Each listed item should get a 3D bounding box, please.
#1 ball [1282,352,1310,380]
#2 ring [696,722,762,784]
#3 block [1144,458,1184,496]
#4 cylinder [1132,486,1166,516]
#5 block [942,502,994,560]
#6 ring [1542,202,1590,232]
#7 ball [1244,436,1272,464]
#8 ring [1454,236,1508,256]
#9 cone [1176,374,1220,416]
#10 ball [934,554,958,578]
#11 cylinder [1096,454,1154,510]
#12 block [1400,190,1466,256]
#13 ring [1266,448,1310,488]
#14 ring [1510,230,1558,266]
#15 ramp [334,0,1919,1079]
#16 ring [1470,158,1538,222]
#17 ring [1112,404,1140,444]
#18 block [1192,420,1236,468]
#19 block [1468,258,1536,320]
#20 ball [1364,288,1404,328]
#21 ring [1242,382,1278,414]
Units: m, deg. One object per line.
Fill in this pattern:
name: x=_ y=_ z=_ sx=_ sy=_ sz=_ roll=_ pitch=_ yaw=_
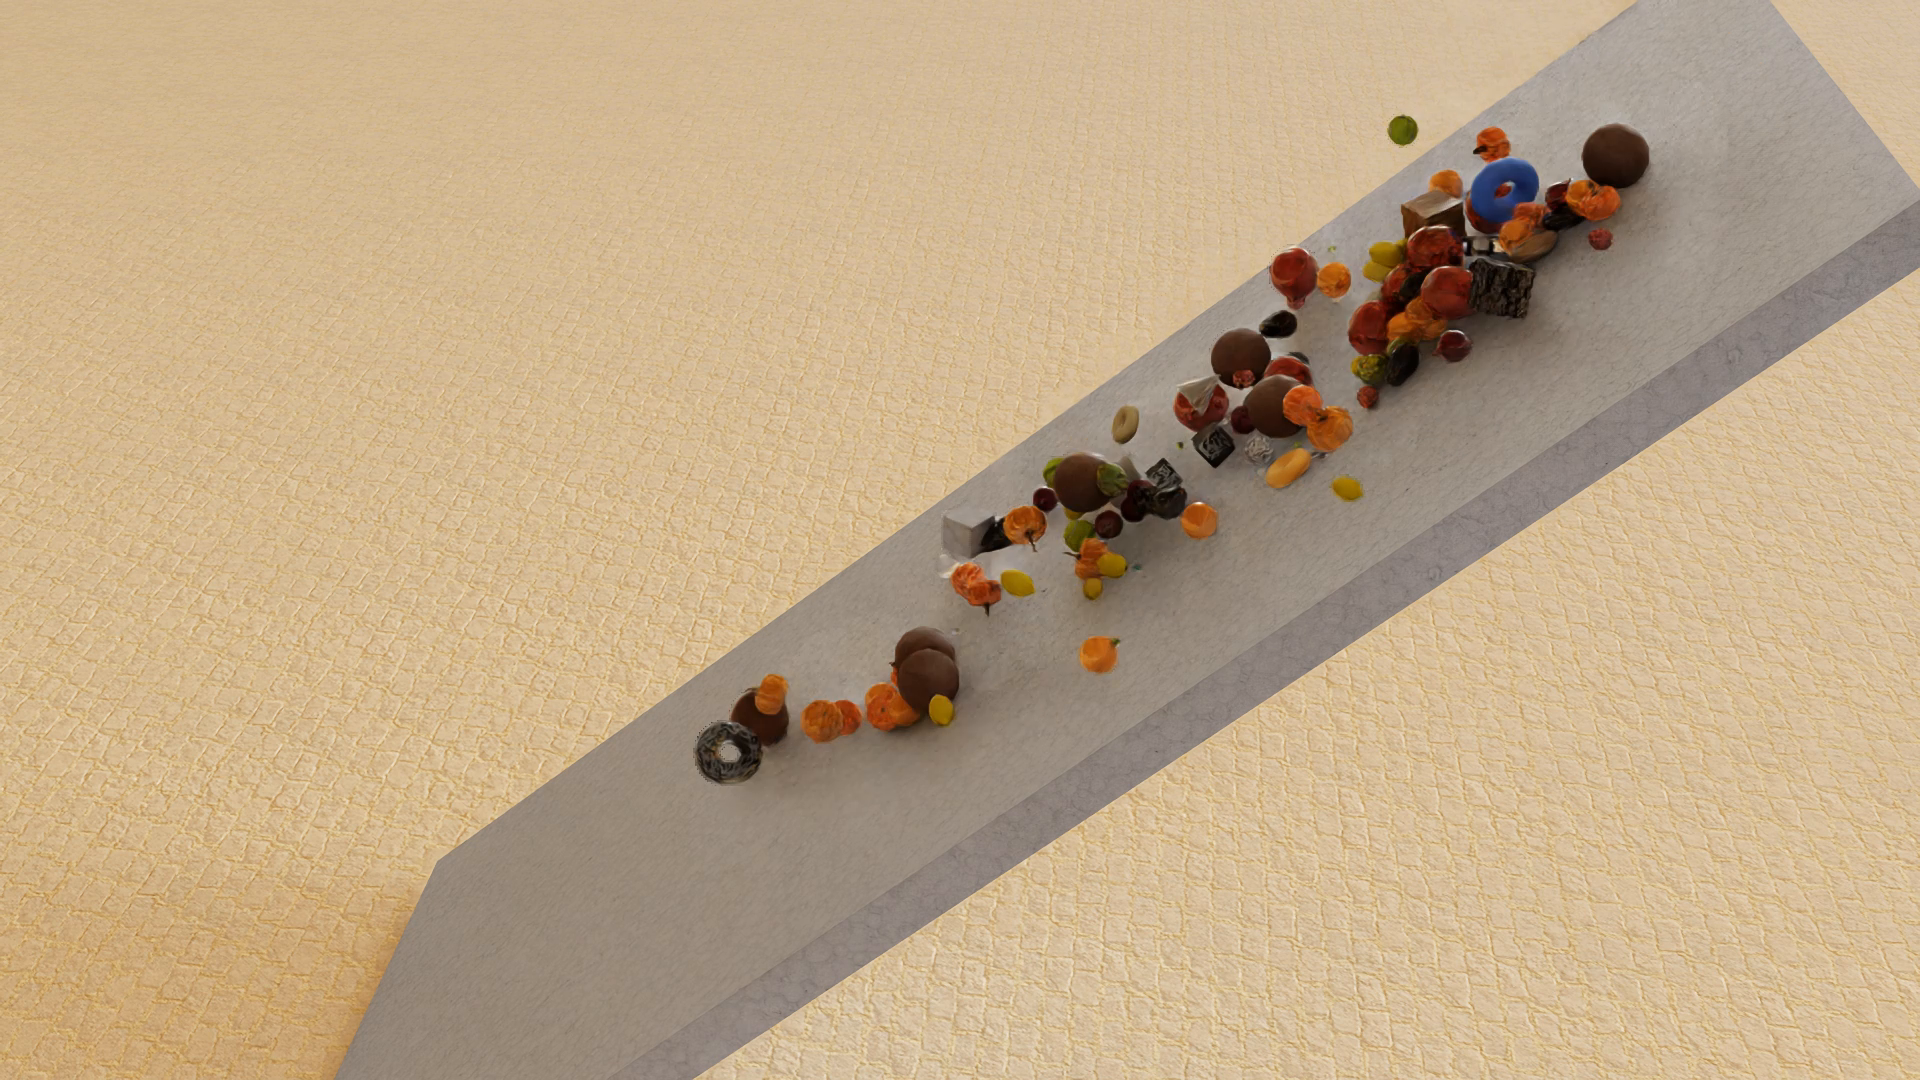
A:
ball: x=0.706 y=-0.367 z=6.188 sx=0.060 sy=0.060 sz=0.060 roll=0 pitch=23 yaw=0
ring: x=-0.510 y=0.472 z=6.500 sx=0.147 sy=0.147 sz=0.049 roll=0 pitch=18 yaw=-1
block: x=0.431 y=-0.132 z=6.198 sx=0.053 sy=0.053 sz=0.053 roll=-39 pitch=16 yaw=5
cylinder: x=0.383 y=-0.080 z=5.962 sx=0.057 sy=0.057 sz=0.057 roll=5 pitch=24 yaw=12
block: x=0.018 y=-0.019 z=6.228 sx=0.077 sy=0.077 sz=0.077 roll=24 pitch=37 yaw=34
ring: x=1.197 y=-0.639 z=5.809 sx=0.098 sy=0.033 sz=0.098 roll=-23 pitch=15 yaw=6
ball: x=0.601 y=-0.181 z=5.927 sx=0.057 sy=0.057 sz=0.057 roll=0 pitch=23 yaw=0
ring: x=1.056 y=-0.596 z=5.965 sx=0.108 sy=0.036 sz=0.108 roll=-1 pitch=8 yaw=0
cone: x=0.514 y=-0.320 z=6.173 sx=0.090 sy=0.090 sz=0.090 roll=-41 pitch=26 yaw=5
ball: x=-0.030 y=0.060 z=6.739 sx=0.056 sy=0.056 sz=0.056 roll=0 pitch=23 yaw=0
cylinder: x=0.353 y=-0.125 z=6.294 sx=0.087 sy=0.087 sz=0.087 roll=-36 pitch=18 yaw=16
block: x=0.974 y=-0.652 z=6.044 sx=0.090 sy=0.090 sz=0.090 roll=-26 pitch=34 yaw=-18
ring: x=0.643 y=-0.140 z=5.763 sx=0.101 sy=0.034 sz=0.101 roll=-37 pitch=15 yaw=11
ring: x=1.126 y=-0.573 z=5.773 sx=0.106 sy=0.035 sz=0.106 roll=-33 pitch=5 yaw=3
ramp: x=0.123 y=0.183 z=6.334 sx=4.000 sy=0.100 sz=2.000 roll=-35 pitch=16 yaw=17
ring: x=1.099 y=-0.707 z=5.937 sx=0.145 sy=0.145 sz=0.048 roll=-7 pitch=40 yaw=-15
ring: x=0.360 y=-0.252 z=6.387 sx=0.029 sy=0.088 sz=0.088 roll=17 pitch=16 yaw=-24
block: x=0.527 y=-0.200 z=6.111 sx=0.060 sy=0.060 sz=0.060 roll=41 pitch=16 yaw=-20
block: x=1.030 y=-0.479 z=5.602 sx=0.092 sy=0.092 sz=0.092 roll=8 pitch=13 yaw=-6
ball: x=0.874 y=-0.479 z=6.063 sx=0.081 sy=0.081 sz=0.081 roll=0 pitch=23 yaw=0
ring: x=0.636 y=-0.301 z=6.227 sx=0.089 sy=0.030 sz=0.089 roll=-38 pitch=16 yaw=13
